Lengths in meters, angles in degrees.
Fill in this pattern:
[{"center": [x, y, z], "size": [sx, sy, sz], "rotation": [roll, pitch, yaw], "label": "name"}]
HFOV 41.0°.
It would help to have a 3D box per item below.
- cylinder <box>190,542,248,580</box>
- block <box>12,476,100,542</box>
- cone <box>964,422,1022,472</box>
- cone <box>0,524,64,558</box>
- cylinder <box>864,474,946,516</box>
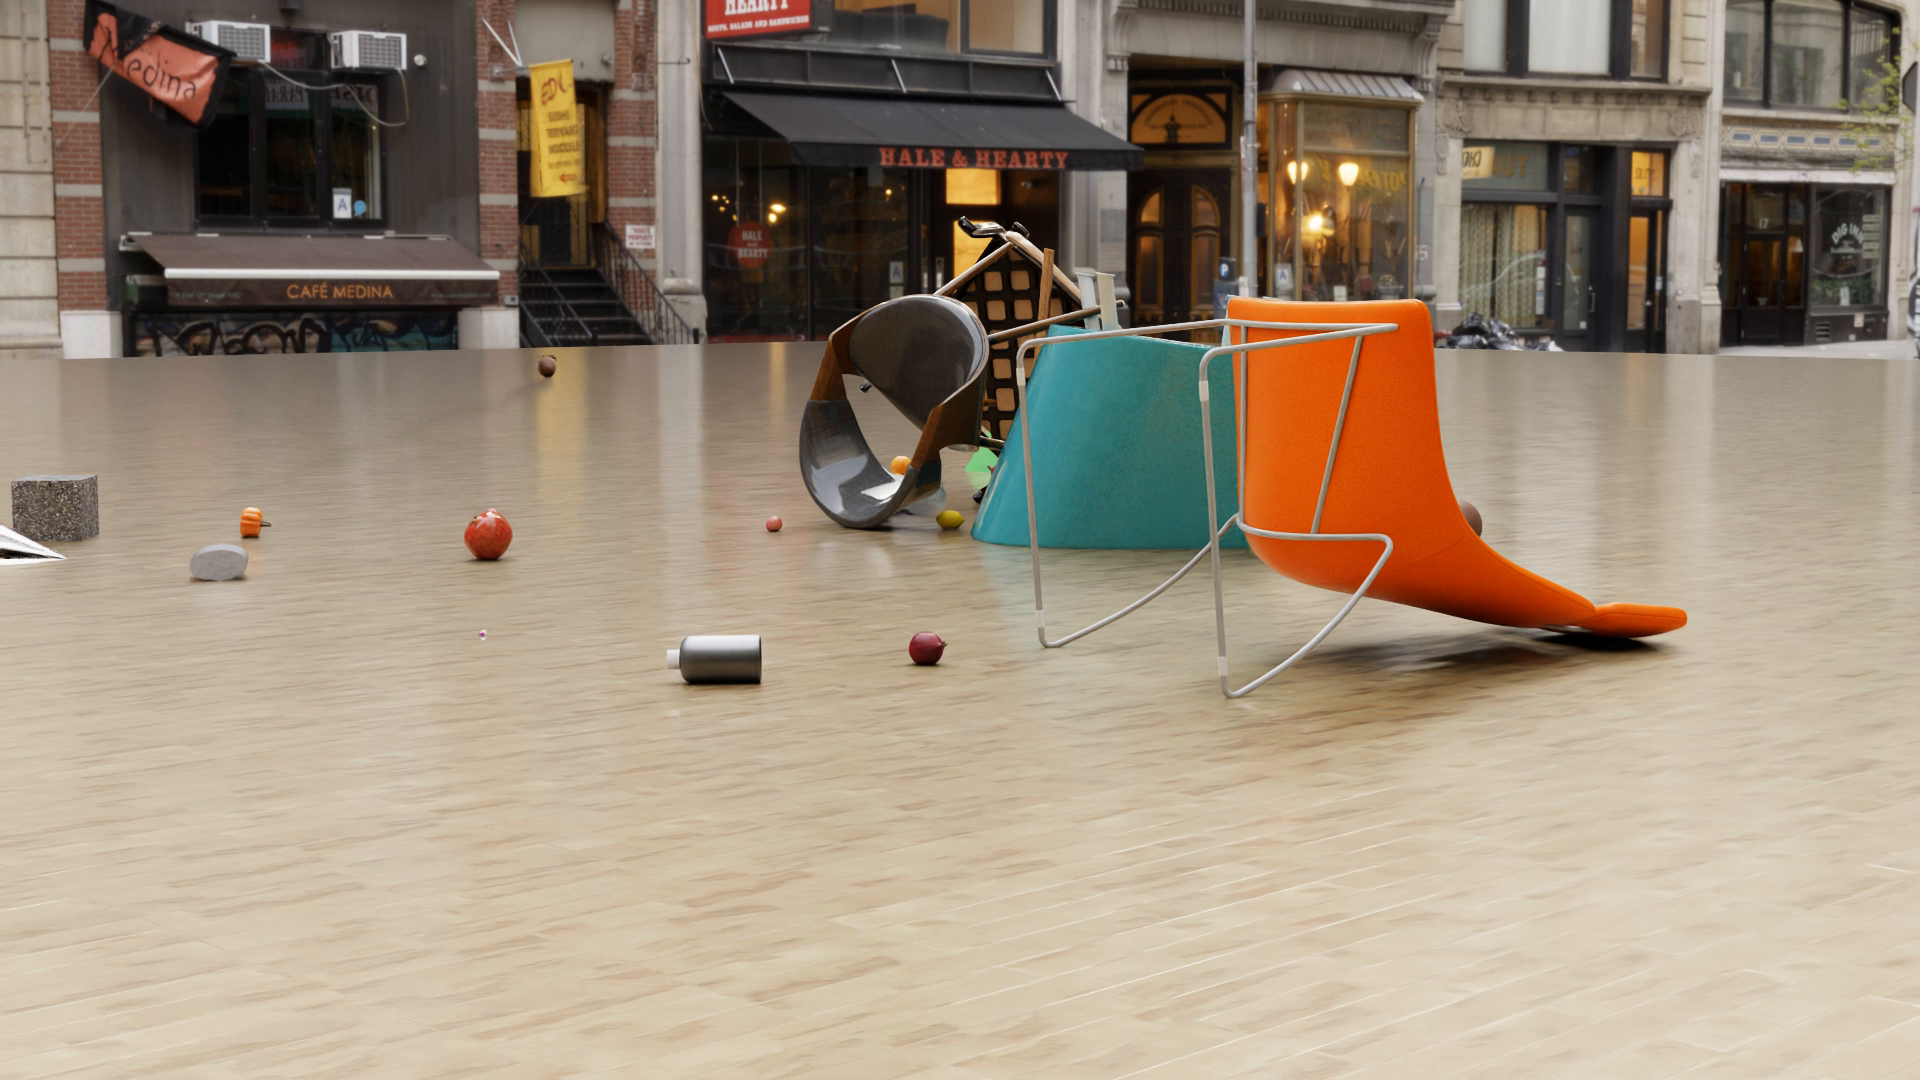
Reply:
[{"center": [-1.620, 0.049, 5.612], "size": [0.122, 0.067, 0.122], "rotation": [-6, 10, -13], "label": "cylinder"}, {"center": [-2.278, -0.081, 6.463], "size": [0.167, 0.151, 0.170], "rotation": [-1, 6, -5], "label": "block"}, {"center": [0.114, -0.323, 8.715], "size": [0.198, 0.170, 0.213], "rotation": [-2, 6, -15], "label": "cone"}, {"center": [-2.212, 0.013, 5.989], "size": [0.254, 0.123, 0.243], "rotation": [14, 2, -3], "label": "cone"}, {"center": [-0.150, -0.126, 7.101], "size": [0.159, 0.107, 0.174], "rotation": [9, 0, -35], "label": "cylinder"}]
